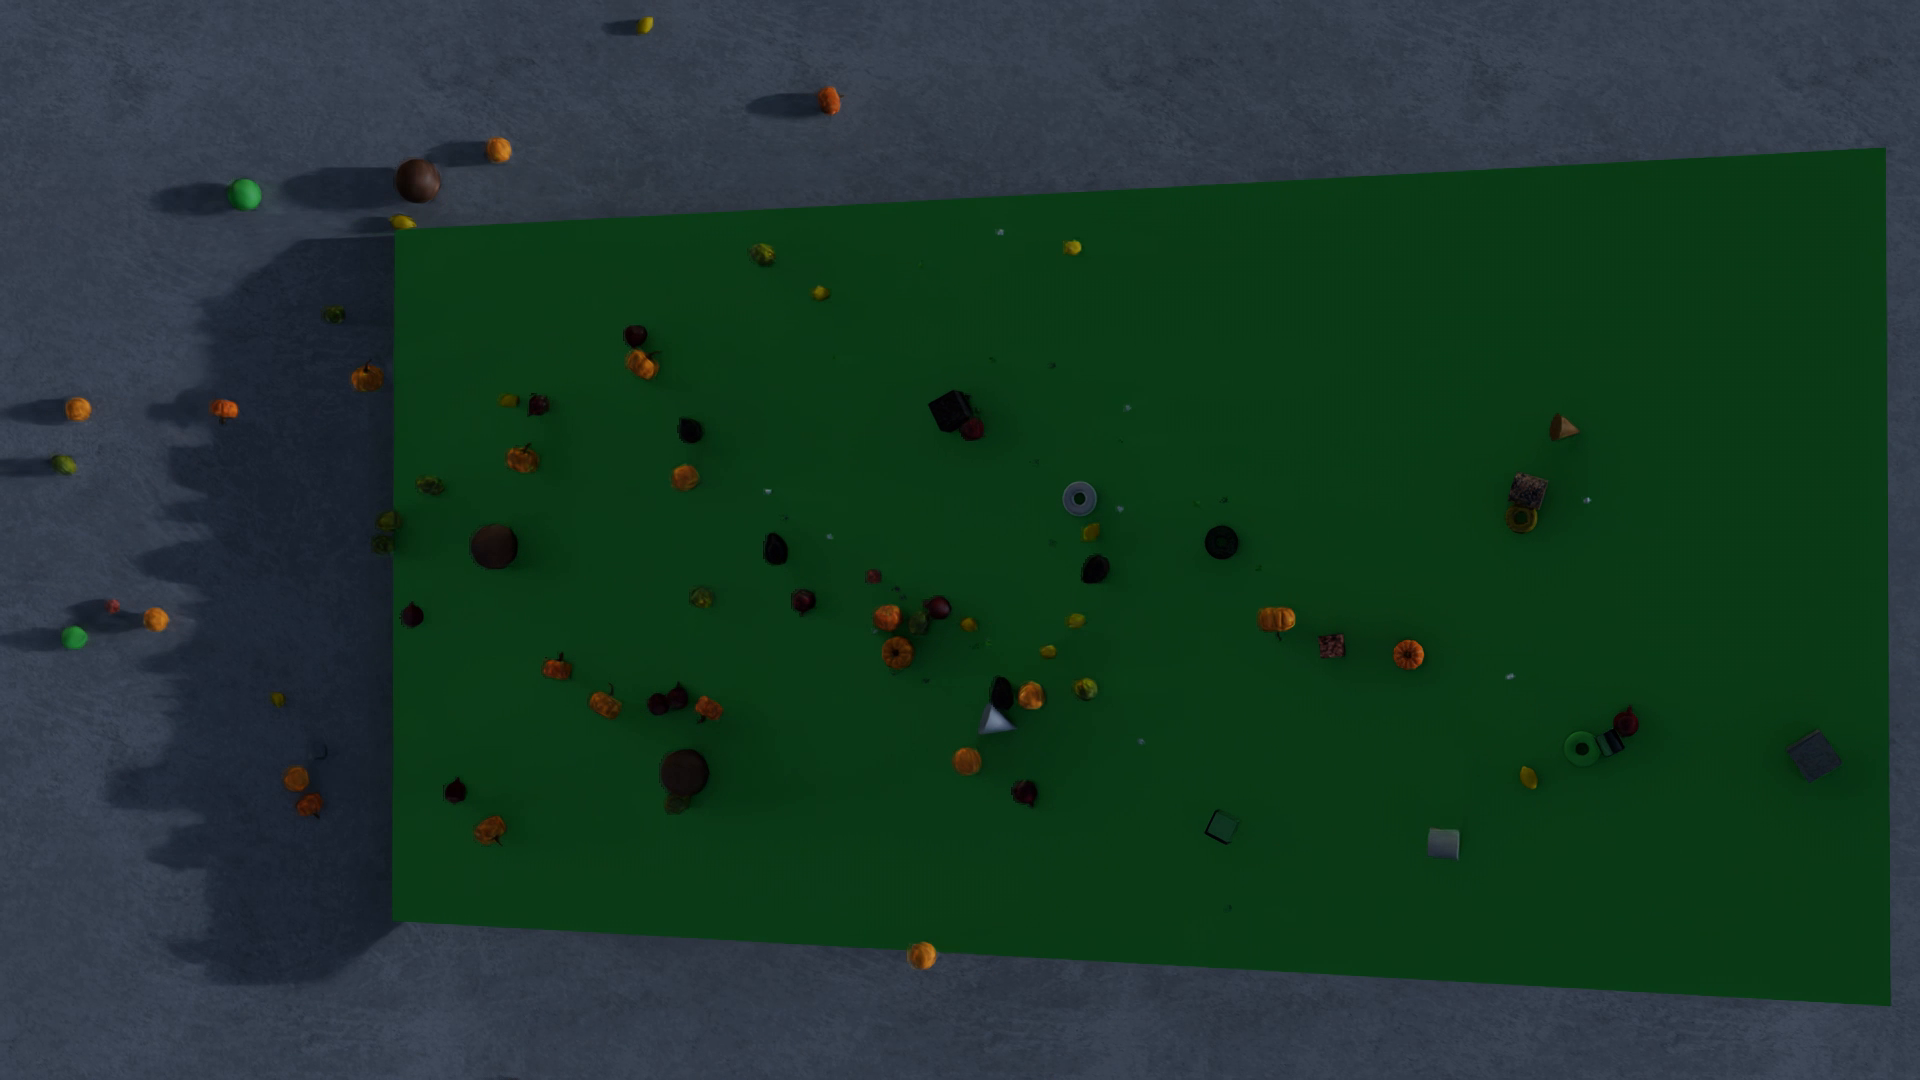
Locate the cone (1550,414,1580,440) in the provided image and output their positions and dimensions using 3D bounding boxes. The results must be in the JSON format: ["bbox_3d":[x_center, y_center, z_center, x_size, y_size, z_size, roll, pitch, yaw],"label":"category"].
[{"bbox_3d":[1.477,-0.267,5.334,0.067,0.067,0.067,10,89,-9],"label":"cone"}]

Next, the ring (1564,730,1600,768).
[{"bbox_3d":[1.504,0.505,5.315,0.087,0.029,0.087,0,89,17],"label":"ring"}]

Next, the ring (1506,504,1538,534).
[{"bbox_3d":[1.370,-0.054,5.368,0.078,0.026,0.078,-1,88,18],"label":"ring"}]

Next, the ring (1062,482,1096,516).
[{"bbox_3d":[0.311,-0.107,5.713,0.093,0.031,0.093,0,90,19],"label":"ring"}]

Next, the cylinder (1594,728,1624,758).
[{"bbox_3d":[1.561,0.487,5.284,0.054,0.054,0.054,-27,81,0],"label":"cylinder"}]

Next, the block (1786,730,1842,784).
[{"bbox_3d":[1.990,0.503,5.125,0.088,0.088,0.088,-35,79,15],"label":"block"}]

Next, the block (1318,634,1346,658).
[{"bbox_3d":[0.930,0.265,5.492,0.055,0.055,0.055,-7,87,18],"label":"block"}]

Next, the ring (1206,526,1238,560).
[{"bbox_3d":[0.666,0.006,5.596,0.086,0.029,0.086,-1,88,19],"label":"ring"}]

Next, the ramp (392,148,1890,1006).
[{"bbox_3d":[0.276,0.092,5.790,4.000,0.100,2.000,0,89,18],"label":"ramp"}]

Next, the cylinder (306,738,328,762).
[{"bbox_3d":[-1.877,0.612,6.419,0.053,0.053,0.053,11,59,0],"label":"cylinder"}]

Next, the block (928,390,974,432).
[{"bbox_3d":[-0.022,-0.339,5.800,0.079,0.079,0.079,-28,81,16],"label":"block"}]

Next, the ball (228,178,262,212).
[{"bbox_3d":[-2.092,-1.009,6.427,0.096,0.096,0.096,0,89,0],"label":"ball"}]

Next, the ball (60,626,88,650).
[{"bbox_3d":[-2.588,0.286,6.421,0.072,0.072,0.072,0,89,0],"label":"ball"}]

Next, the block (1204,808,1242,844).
[{"bbox_3d":[0.666,0.726,5.568,0.064,0.064,0.064,27,97,17],"label":"block"}]
